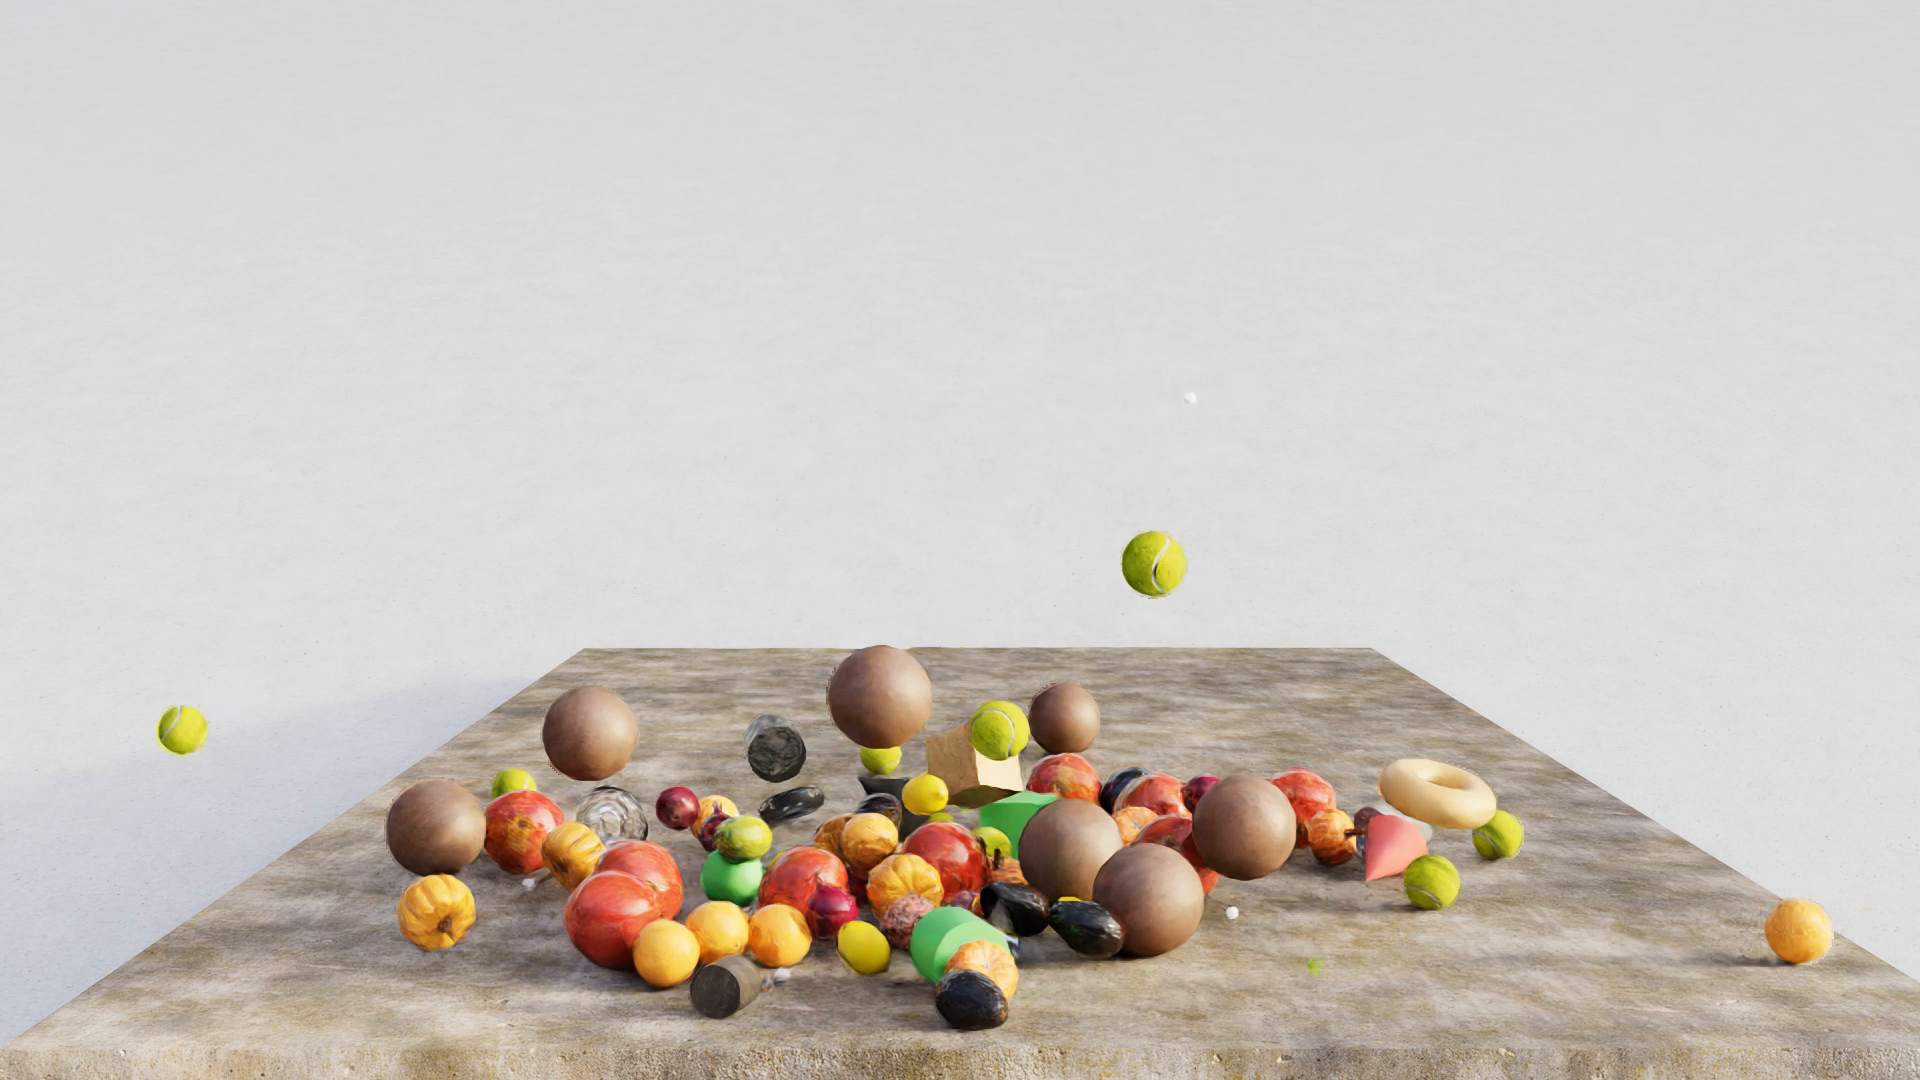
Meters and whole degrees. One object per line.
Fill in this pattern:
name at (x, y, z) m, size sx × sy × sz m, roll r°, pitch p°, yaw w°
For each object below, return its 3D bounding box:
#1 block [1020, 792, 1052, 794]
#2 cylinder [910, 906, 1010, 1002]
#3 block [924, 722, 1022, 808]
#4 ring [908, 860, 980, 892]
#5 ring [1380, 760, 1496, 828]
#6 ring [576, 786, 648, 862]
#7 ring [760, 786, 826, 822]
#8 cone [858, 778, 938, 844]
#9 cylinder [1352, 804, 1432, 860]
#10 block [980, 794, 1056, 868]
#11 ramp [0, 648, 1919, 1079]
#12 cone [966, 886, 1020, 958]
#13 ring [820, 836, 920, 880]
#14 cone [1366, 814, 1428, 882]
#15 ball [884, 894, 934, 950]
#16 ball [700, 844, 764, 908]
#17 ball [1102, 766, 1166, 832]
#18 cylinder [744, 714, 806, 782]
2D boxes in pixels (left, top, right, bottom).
block at (0.089, 0.400, 3.644) m, size 0.076 × 0.076 × 0.076 m, roll 1°, pitch 3°, yaw 10°
cylinder at (0.000, 0.445, 2.772) m, size 0.086 × 0.086 × 0.086 m, roll -7°, pitch 6°, yaw -18°
block at (0.018, 0.305, 3.475) m, size 0.087 × 0.087 × 0.087 m, roll -25°, pitch -27°, yaw 37°
ring at (-0.020, 0.439, 3.357) m, size 0.096 × 0.032 × 0.096 m, roll -3°, pitch 1°, yaw 0°
ring at (0.602, 0.320, 3.239) m, size 0.150 × 0.050 × 0.150 m, roll 12°, pitch 14°, yaw -3°
ring at (-0.479, 0.390, 3.533) m, size 0.112 × 0.112 × 0.037 m, roll 10°, pitch 20°, yaw 26°
ring at (-0.251, 0.396, 3.845) m, size 0.102 × 0.034 × 0.102 m, roll -17°, pitch -12°, yaw -4°
cone at (-0.099, 0.339, 3.430) m, size 0.098 × 0.098 × 0.098 m, roll 33°, pitch 7°, yaw -26°
cylinder at (0.597, 0.404, 3.558) m, size 0.077 × 0.077 × 0.077 m, roll -18°, pitch 27°, yaw -32°
block at (0.081, 0.400, 3.555) m, size 0.087 × 0.087 × 0.087 m, roll 1°, pitch 3°, yaw 14°
ramp at (0.048, 0.438, 4.532) m, size 2.000 × 0.100 × 4.000 m, roll 0°, pitch 3°, yaw 0°
cone at (0.008, 0.458, 2.962) m, size 0.088 × 0.088 × 0.088 m, roll -27°, pitch 15°, yaw 16°
ring at (-0.120, 0.427, 3.455) m, size 0.136 × 0.045 × 0.136 m, roll -1°, pitch 2°, yaw 0°
cone at (0.562, 0.430, 3.430) m, size 0.091 × 0.091 × 0.091 m, roll 14°, pitch 38°, yaw 33°
ball at (-0.056, 0.444, 2.981) m, size 0.064 × 0.064 × 0.064 m, roll 0°, pitch 21°, yaw 0°
ball at (-0.278, 0.411, 3.137) m, size 0.077 × 0.077 × 0.077 m, roll 0°, pitch 21°, yaw 0°
ball at (0.256, 0.382, 3.789) m, size 0.096 × 0.096 × 0.096 m, roll 0°, pitch 21°, yaw 0°
cylinder at (-0.295, 0.331, 4.088) m, size 0.091 × 0.091 × 0.091 m, roll -3°, pitch 9°, yaw -9°
